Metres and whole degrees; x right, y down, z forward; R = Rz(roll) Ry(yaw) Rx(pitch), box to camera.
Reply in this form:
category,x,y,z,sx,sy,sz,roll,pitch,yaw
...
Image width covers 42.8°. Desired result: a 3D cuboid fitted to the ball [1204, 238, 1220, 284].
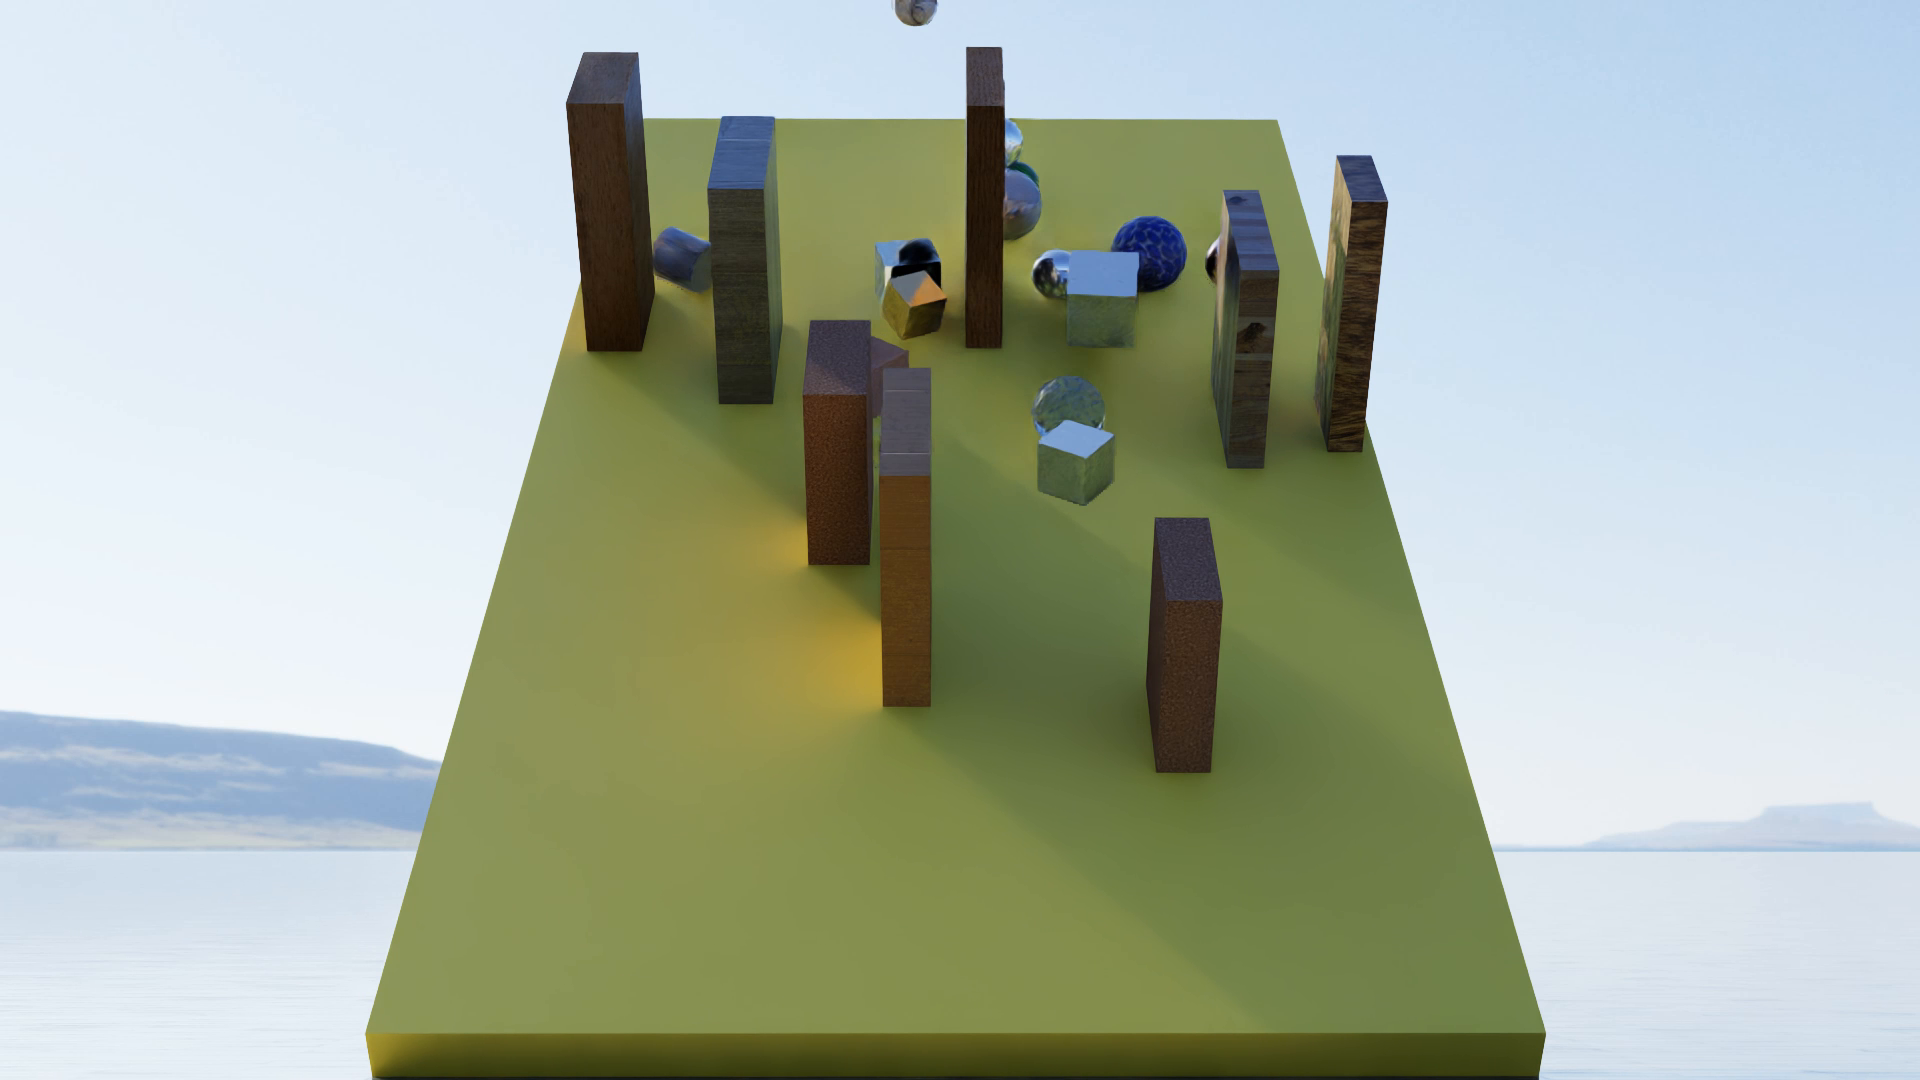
category,x,y,z,sx,sy,sz,roll,pitch,yaw
ball,0.675,-0.682,6.017,0.145,0.145,0.145,0,-7,0

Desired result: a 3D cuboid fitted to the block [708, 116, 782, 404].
category,x,y,z,sx,sy,sz,roll,pitch,yaw
block,-0.524,-0.691,6.029,0.132,0.572,0.438,0,32,0

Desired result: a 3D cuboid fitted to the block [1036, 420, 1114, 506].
category,x,y,z,sx,sy,sz,roll,pitch,yaw
block,0.265,-0.178,5.633,0.129,0.129,0.129,19,37,27

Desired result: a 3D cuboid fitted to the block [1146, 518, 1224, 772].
category,x,y,z,sx,sy,sz,roll,pitch,yaw
block,0.434,0.204,4.773,0.106,0.401,0.294,0,32,0

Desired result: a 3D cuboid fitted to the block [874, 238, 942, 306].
category,x,y,z,sx,sy,sz,roll,pitch,yaw
block,-0.137,-0.689,6.425,0.147,0.147,0.147,-7,33,-11

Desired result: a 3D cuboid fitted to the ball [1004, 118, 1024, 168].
category,x,y,z,sx,sy,sz,roll,pitch,yaw
ball,0.099,-1.102,6.819,0.156,0.156,0.156,0,-7,0

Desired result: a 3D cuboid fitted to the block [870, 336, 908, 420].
category,x,y,z,sx,sy,sz,roll,pitch,yaw
block,-0.219,-0.399,5.976,0.134,0.134,0.134,25,40,34

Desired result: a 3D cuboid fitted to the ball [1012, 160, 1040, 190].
category,x,y,z,sx,sy,sz,roll,pitch,yaw
ball,0.152,-0.997,6.916,0.149,0.149,0.149,0,-7,0

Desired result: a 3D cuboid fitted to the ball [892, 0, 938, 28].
category,x,y,z,sx,sy,sz,roll,pitch,yaw
ball,-0.126,-1.496,6.826,0.130,0.130,0.130,0,-7,0

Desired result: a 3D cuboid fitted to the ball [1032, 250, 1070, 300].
category,x,y,z,sx,sy,sz,roll,pitch,yaw
ball,0.255,-0.702,6.464,0.132,0.132,0.132,0,-7,0

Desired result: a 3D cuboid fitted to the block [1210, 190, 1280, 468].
category,x,y,z,sx,sy,sz,roll,pitch,yaw
block,0.669,-0.501,5.789,0.085,0.514,0.435,0,32,0

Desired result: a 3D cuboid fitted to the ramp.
category,x,y,z,sx,sy,sz,roll,pitch,yaw
ramp,-0.015,-0.188,5.863,2.000,0.100,4.000,0,32,0

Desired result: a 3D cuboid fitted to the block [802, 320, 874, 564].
category,x,y,z,sx,sy,sz,roll,pitch,yaw
block,-0.266,-0.217,5.413,0.134,0.426,0.344,0,32,0

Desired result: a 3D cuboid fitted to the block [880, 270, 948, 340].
category,x,y,z,sx,sy,sz,roll,pitch,yaw
block,-0.120,-0.603,6.291,0.113,0.113,0.113,-17,-37,-29

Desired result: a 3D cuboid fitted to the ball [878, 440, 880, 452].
category,x,y,z,sx,sy,sz,roll,pitch,yaw
ball,-0.125,-0.218,5.638,0.126,0.126,0.126,0,-7,0

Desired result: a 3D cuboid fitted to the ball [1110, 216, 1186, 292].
category,x,y,z,sx,sy,sz,roll,pitch,yaw
ball,0.500,-0.759,6.491,0.202,0.202,0.202,0,-7,0

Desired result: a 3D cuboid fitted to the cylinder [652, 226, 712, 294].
category,x,y,z,sx,sy,sz,roll,pitch,yaw
cylinder,-0.728,-0.743,6.499,0.138,0.138,0.138,25,2,21

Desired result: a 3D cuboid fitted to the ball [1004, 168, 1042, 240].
category,x,y,z,sx,sy,sz,roll,pitch,yaw
ball,0.129,-0.925,6.757,0.197,0.197,0.197,0,-7,0

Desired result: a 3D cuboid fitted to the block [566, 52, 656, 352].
category,x,y,z,sx,sy,sz,roll,pitch,yaw
block,-0.878,-0.853,6.192,0.139,0.670,0.338,0,32,0

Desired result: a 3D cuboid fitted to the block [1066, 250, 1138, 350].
category,x,y,z,sx,sy,sz,roll,pitch,yaw
block,0.364,-0.614,6.251,0.174,0.174,0.174,3,-44,4

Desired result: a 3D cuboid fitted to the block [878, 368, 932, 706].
category,x,y,z,sx,sy,sz,roll,pitch,yaw
block,-0.107,-0.009,4.976,0.097,0.541,0.435,0,32,0

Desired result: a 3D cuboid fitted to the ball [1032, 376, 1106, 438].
category,x,y,z,sx,sy,sz,roll,pitch,yaw
ball,0.257,-0.302,5.789,0.175,0.175,0.175,0,-7,0

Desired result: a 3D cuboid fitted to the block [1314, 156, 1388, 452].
category,x,y,z,sx,sy,sz,roll,pitch,yaw
block,0.914,-0.551,5.746,0.082,0.646,0.260,0,32,0

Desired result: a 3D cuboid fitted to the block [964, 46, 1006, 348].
category,x,y,z,sx,sy,sz,roll,pitch,yaw
block,0.061,-0.872,6.239,0.093,0.658,0.394,0,32,0
